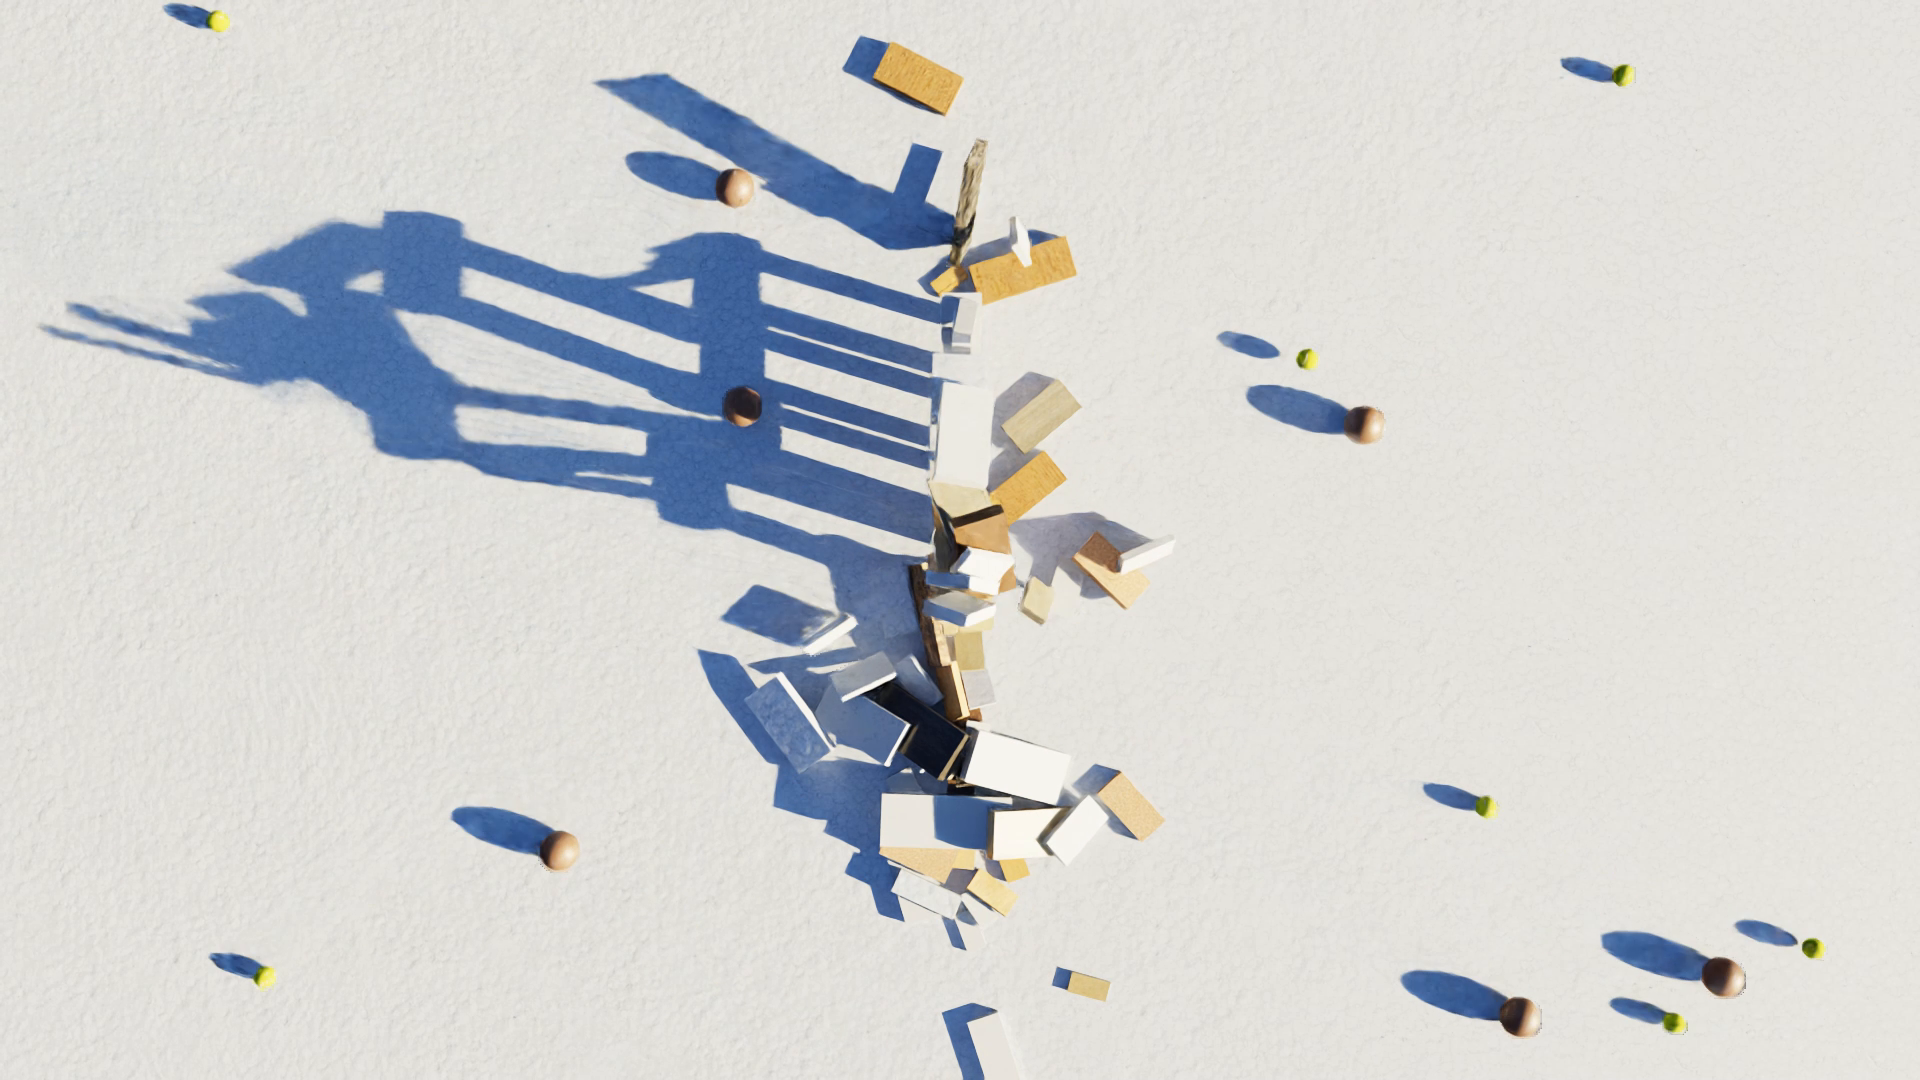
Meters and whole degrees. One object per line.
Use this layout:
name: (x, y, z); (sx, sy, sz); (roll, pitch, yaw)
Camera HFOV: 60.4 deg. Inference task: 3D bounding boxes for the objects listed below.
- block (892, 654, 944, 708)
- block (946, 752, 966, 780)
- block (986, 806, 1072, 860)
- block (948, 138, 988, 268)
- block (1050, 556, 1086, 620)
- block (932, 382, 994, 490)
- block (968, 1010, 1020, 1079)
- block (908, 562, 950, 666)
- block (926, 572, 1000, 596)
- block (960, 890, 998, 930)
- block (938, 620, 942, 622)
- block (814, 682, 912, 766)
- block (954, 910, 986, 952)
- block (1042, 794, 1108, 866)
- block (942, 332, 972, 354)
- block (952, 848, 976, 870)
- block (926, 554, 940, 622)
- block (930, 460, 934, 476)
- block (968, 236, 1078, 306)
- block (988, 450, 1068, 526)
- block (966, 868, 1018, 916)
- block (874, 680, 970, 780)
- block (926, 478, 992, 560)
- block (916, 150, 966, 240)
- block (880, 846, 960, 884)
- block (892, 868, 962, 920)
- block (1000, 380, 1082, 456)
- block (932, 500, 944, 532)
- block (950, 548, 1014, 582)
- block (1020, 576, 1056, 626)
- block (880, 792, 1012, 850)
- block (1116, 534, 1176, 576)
block: (-0.141, 0.471, 5.464); (0.090, 0.026, 0.181); (-36, 90, 33)
block: (-0.081, 0.684, 5.431); (0.215, 0.026, 0.090); (41, 103, 27)
block: (0.235, 0.959, 5.407); (0.307, 0.043, 0.153); (2, 90, -29)
block: (0.025, -1.074, 5.280); (0.036, 0.443, 0.128); (19, 56, 5)
block: (0.352, 0.157, 5.486); (0.097, 0.028, 0.194); (17, 90, 0)
block: (0.010, -0.302, 4.764); (0.152, 0.043, 0.304); (9, 65, -11)
block: (0.171, 1.875, 5.485); (0.109, 0.031, 0.611); (-18, 90, 0)
block: (-0.102, 0.247, 5.441); (0.032, 0.114, 0.342); (-11, 90, -25)
block: (0.008, 0.122, 4.602); (0.128, 0.256, 0.036); (6, 86, 20)
block: (0.062, 1.219, 5.476); (0.066, 0.019, 0.132); (-34, 83, -13)
block: (-0.008, 0.184, 5.061); (0.114, 0.229, 0.032); (-1, 113, 1)
block: (-0.325, 0.599, 5.421); (0.307, 0.043, 0.153); (29, 90, 23)
block: (0.033, 1.298, 5.491); (0.066, 0.019, 0.132); (-21, 90, 0)
block: (0.381, 0.955, 5.436); (0.218, 0.031, 0.109); (-46, 104, -20)
block: (-0.009, -0.575, 5.150); (0.088, 0.025, 0.176); (0, 56, 0)
block: (-0.003, 0.969, 5.483); (0.119, 0.034, 0.238); (5, 90, 0)
block: (-0.016, 0.134, 5.029); (0.151, 0.301, 0.043); (-7, 123, -1)
block: (-0.014, -0.254, 5.075); (0.157, 0.342, 0.044); (1, 80, 0)
block: (0.209, -0.893, 5.481); (0.336, 0.038, 0.135); (-17, 90, 0)
block: (0.222, -0.172, 5.482); (0.247, 0.035, 0.124); (-39, 90, 0)
block: (0.108, 1.170, 5.475); (0.160, 0.023, 0.080); (36, 69, 0)
block: (-0.148, 0.622, 5.404); (0.341, 0.048, 0.171); (32, 90, 26)
block: (0.026, -0.058, 4.812); (0.152, 0.043, 0.304); (-21, 96, -7)
block: (-0.036, -1.144, 5.481); (0.135, 0.038, 0.270); (20, 90, 0)
block: (-0.134, 1.028, 5.449); (0.238, 0.034, 0.119); (25, 90, 0)
block: (-0.109, 1.170, 5.455); (0.224, 0.023, 0.080); (25, 90, 0)
block: (0.270, -0.409, 5.482); (0.248, 0.035, 0.124); (-40, 90, 0)
block: (-0.002, -0.052, 5.067); (0.151, 0.371, 0.043); (-4, 116, -3)
block: (0.063, 0.072, 4.676); (0.091, 0.182, 0.026); (-50, 53, 25)
block: (0.253, 0.199, 5.384); (0.091, 0.182, 0.026); (36, 122, -7)
block: (-0.047, 0.922, 5.410); (0.424, 0.048, 0.171); (2, 88, -3)
block: (0.612, 0.047, 5.427); (0.194, 0.097, 0.028); (-23, 64, -15)
